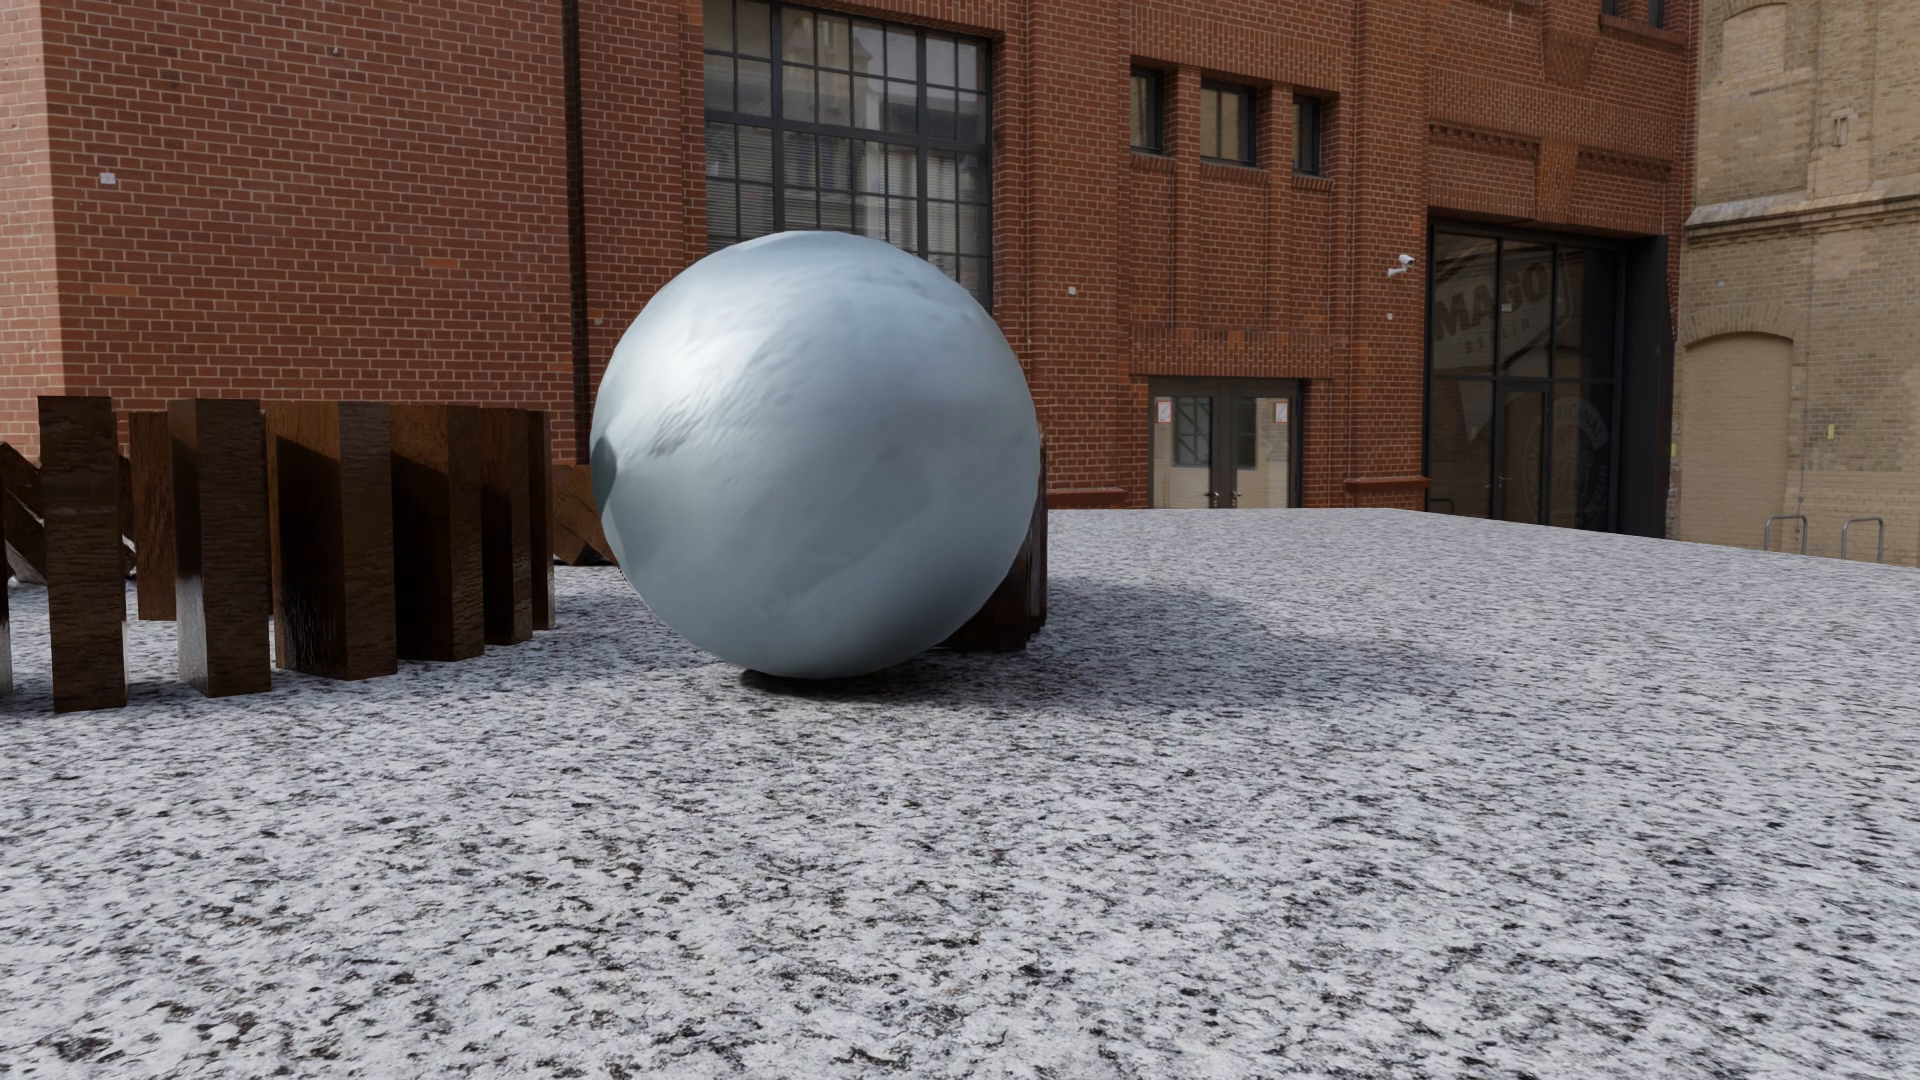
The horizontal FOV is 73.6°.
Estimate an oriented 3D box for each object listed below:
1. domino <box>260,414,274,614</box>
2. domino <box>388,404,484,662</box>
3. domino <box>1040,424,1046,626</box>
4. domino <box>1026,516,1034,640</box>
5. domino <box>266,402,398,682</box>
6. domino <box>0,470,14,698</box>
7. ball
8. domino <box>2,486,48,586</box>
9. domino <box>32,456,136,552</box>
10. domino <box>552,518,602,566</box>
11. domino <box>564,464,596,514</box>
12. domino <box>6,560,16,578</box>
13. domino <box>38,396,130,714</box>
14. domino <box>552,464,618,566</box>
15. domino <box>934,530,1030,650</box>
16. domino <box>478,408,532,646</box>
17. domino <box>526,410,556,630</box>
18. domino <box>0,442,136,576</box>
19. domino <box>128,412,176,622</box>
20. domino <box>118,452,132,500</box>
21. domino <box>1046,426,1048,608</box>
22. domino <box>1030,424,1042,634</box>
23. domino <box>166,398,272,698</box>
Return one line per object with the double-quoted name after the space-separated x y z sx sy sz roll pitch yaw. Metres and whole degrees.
-0.179 -0.007 0.329 0.010 0.050 0.025 -4 6 -44 "domino"
-0.109 -0.002 0.256 0.025 0.050 0.009 1 4 16 "domino"
0.008 -0.004 0.307 0.025 0.050 0.009 0 -28 4 "domino"
0.003 -0.003 0.285 0.025 0.050 0.010 0 -27 6 "domino"
-0.117 0.000 0.239 0.025 0.050 0.009 3 5 34 "domino"
-0.163 0.002 0.205 0.010 0.050 0.025 -2 5 -21 "domino"
-0.025 -0.015 0.232 0.080 0.080 0.080 0 4 0 "ball"
-0.287 -0.009 0.378 0.025 0.050 0.009 3 43 33 "domino"
-0.269 -0.009 0.407 0.025 0.009 0.050 5 -37 47 "domino"
-0.151 -0.009 0.459 0.050 0.009 0.025 33 8 4 "domino"
-0.113 -0.009 0.454 0.050 0.010 0.025 36 17 19 "domino"
-0.293 -0.009 0.363 0.025 0.050 0.009 2 35 27 "domino"
-0.146 0.002 0.214 0.010 0.050 0.025 -3 5 -32 "domino"
-0.132 -0.009 0.459 0.050 0.010 0.025 35 13 13 "domino"
0.002 -0.002 0.274 0.025 0.050 0.009 0 -27 6 "domino"
-0.106 -0.003 0.275 0.025 0.050 0.009 0 4 4 "domino"
-0.107 -0.005 0.294 0.025 0.050 0.010 -1 4 -9 "domino"
-0.278 -0.008 0.392 0.025 0.050 0.009 3 48 39 "domino"
-0.185 -0.006 0.311 0.025 0.050 0.009 1 4 8 "domino"
-0.256 -0.009 0.421 0.050 0.010 0.025 44 -19 -27 "domino"
0.009 -0.005 0.319 0.025 0.050 0.010 0 -28 3 "domino"
0.006 -0.003 0.296 0.025 0.050 0.009 1 -28 4 "domino"
-0.130 0.001 0.225 0.010 0.050 0.025 -4 6 -41 "domino"
